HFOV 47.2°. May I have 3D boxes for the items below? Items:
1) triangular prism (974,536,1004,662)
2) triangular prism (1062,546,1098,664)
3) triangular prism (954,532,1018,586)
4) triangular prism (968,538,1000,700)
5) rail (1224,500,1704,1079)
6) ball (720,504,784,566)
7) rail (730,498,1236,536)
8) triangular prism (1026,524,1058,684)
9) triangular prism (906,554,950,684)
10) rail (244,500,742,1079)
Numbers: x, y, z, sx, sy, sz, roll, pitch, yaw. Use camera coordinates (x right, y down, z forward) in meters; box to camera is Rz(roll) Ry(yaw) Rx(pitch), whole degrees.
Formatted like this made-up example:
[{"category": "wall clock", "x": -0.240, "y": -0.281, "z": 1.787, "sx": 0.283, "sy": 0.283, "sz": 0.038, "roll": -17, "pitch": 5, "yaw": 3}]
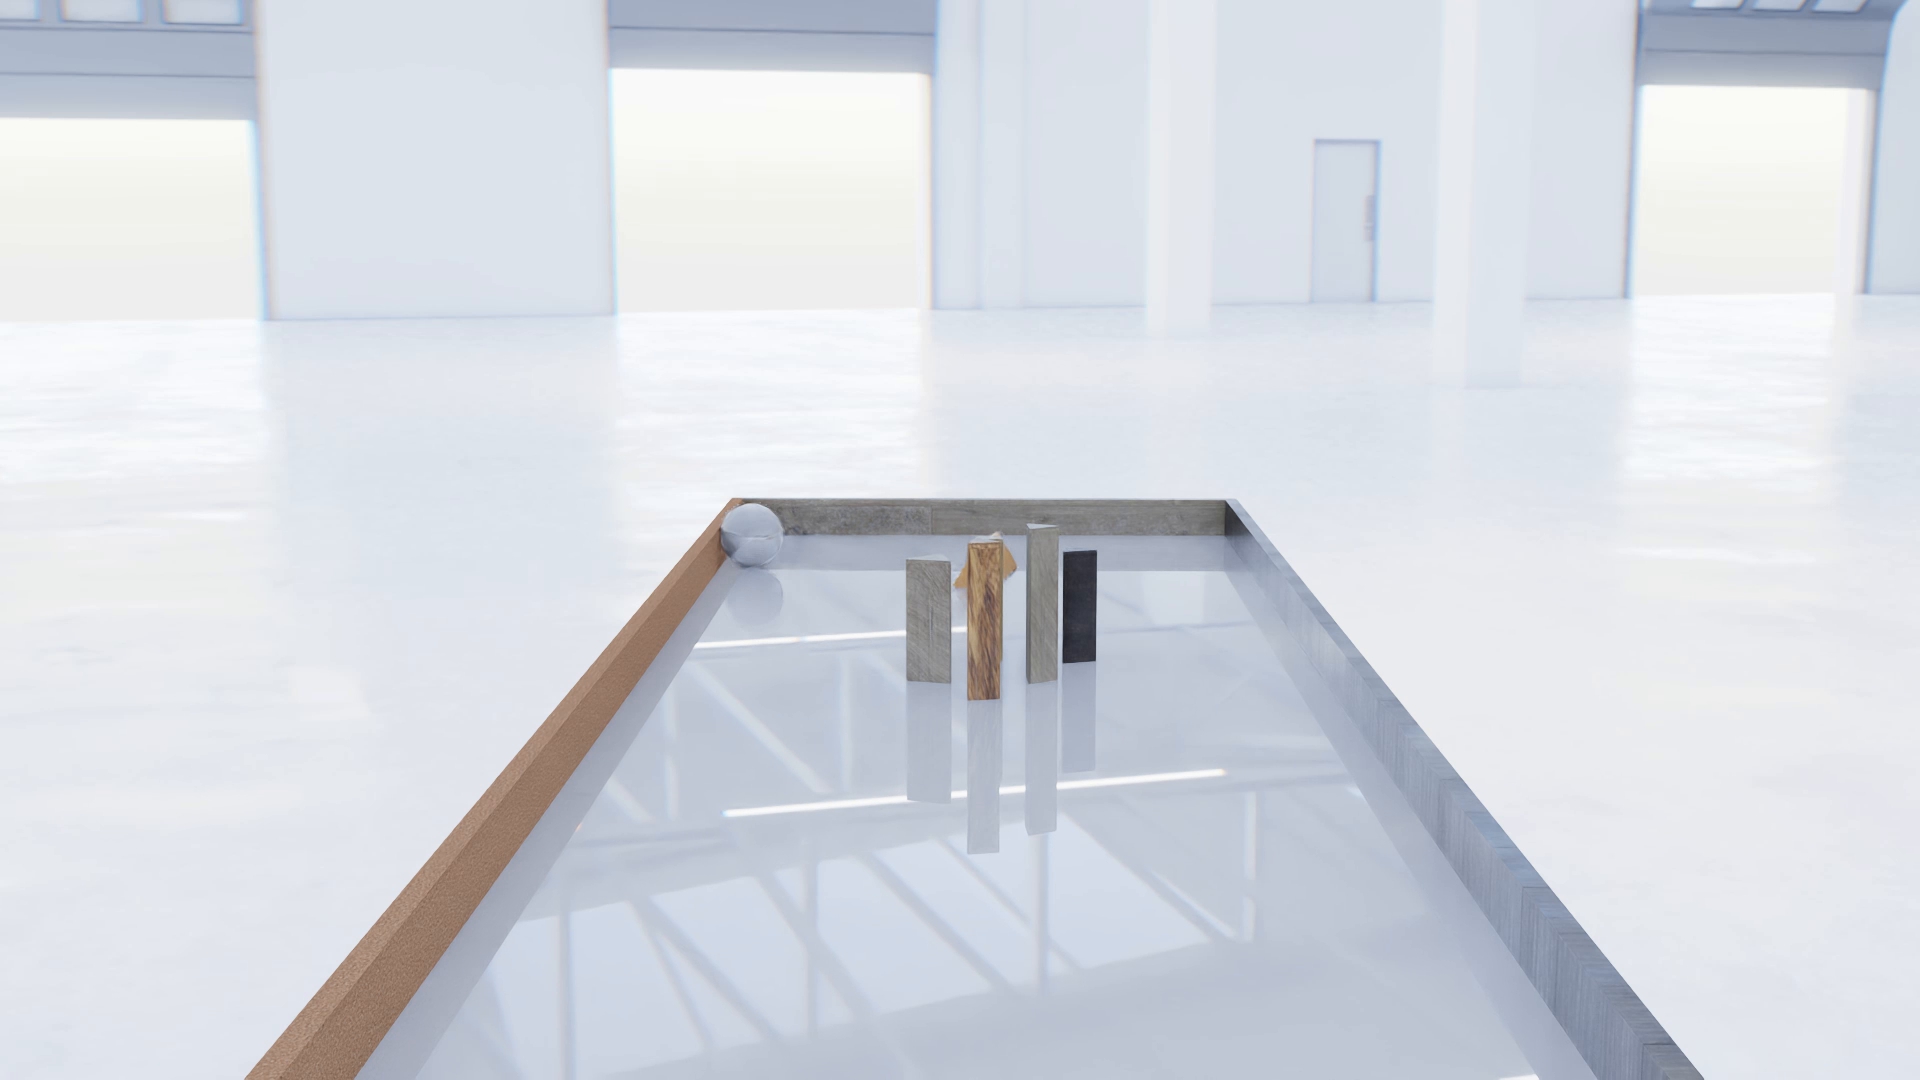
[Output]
[{"category": "triangular prism", "x": 0.072, "y": 0.178, "z": 6.683, "sx": 0.096, "sy": 0.377, "sz": 0.083, "roll": -3, "pitch": 9, "yaw": -18}, {"category": "triangular prism", "x": 0.348, "y": 0.194, "z": 6.688, "sx": 0.109, "sy": 0.343, "sz": 0.094, "roll": -3, "pitch": 10, "yaw": -19}, {"category": "triangular prism", "x": 0.097, "y": 0.069, "z": 8.121, "sx": 0.155, "sy": 0.134, "sz": 0.450, "roll": 2, "pitch": 9, "yaw": 11}, {"category": "triangular prism", "x": 0.058, "y": 0.222, "z": 6.182, "sx": 0.093, "sy": 0.447, "sz": 0.081, "roll": -2, "pitch": 9, "yaw": -12}, {"category": "rail", "x": 1.046, "y": 0.843, "z": 3.208, "sx": 0.050, "sy": 0.150, "sz": 12.000, "roll": 0, "pitch": 9, "yaw": 1}, {"category": "ball", "x": -0.792, "y": -0.019, "z": 8.359, "sx": 0.239, "sy": 0.239, "sz": 0.239, "roll": 0, "pitch": 9, "yaw": 0}, {"category": "rail", "x": 0.099, "y": -0.098, "z": 9.147, "sx": 2.100, "sy": 0.150, "sz": 0.050, "roll": 0, "pitch": 9, "yaw": 1}, {"category": "triangular prism", "x": 0.220, "y": 0.183, "z": 6.403, "sx": 0.101, "sy": 0.455, "sz": 0.087, "roll": -6, "pitch": 11, "yaw": -33}, {"category": "triangular prism", "x": -0.074, "y": 0.227, "z": 6.429, "sx": 0.136, "sy": 0.360, "sz": 0.118, "roll": 3, "pitch": 9, "yaw": 17}, {"category": "rail", "x": -1.004, "y": 0.839, "z": 3.234, "sx": 0.050, "sy": 0.150, "sz": 12.000, "roll": 0, "pitch": 9, "yaw": 1}]
